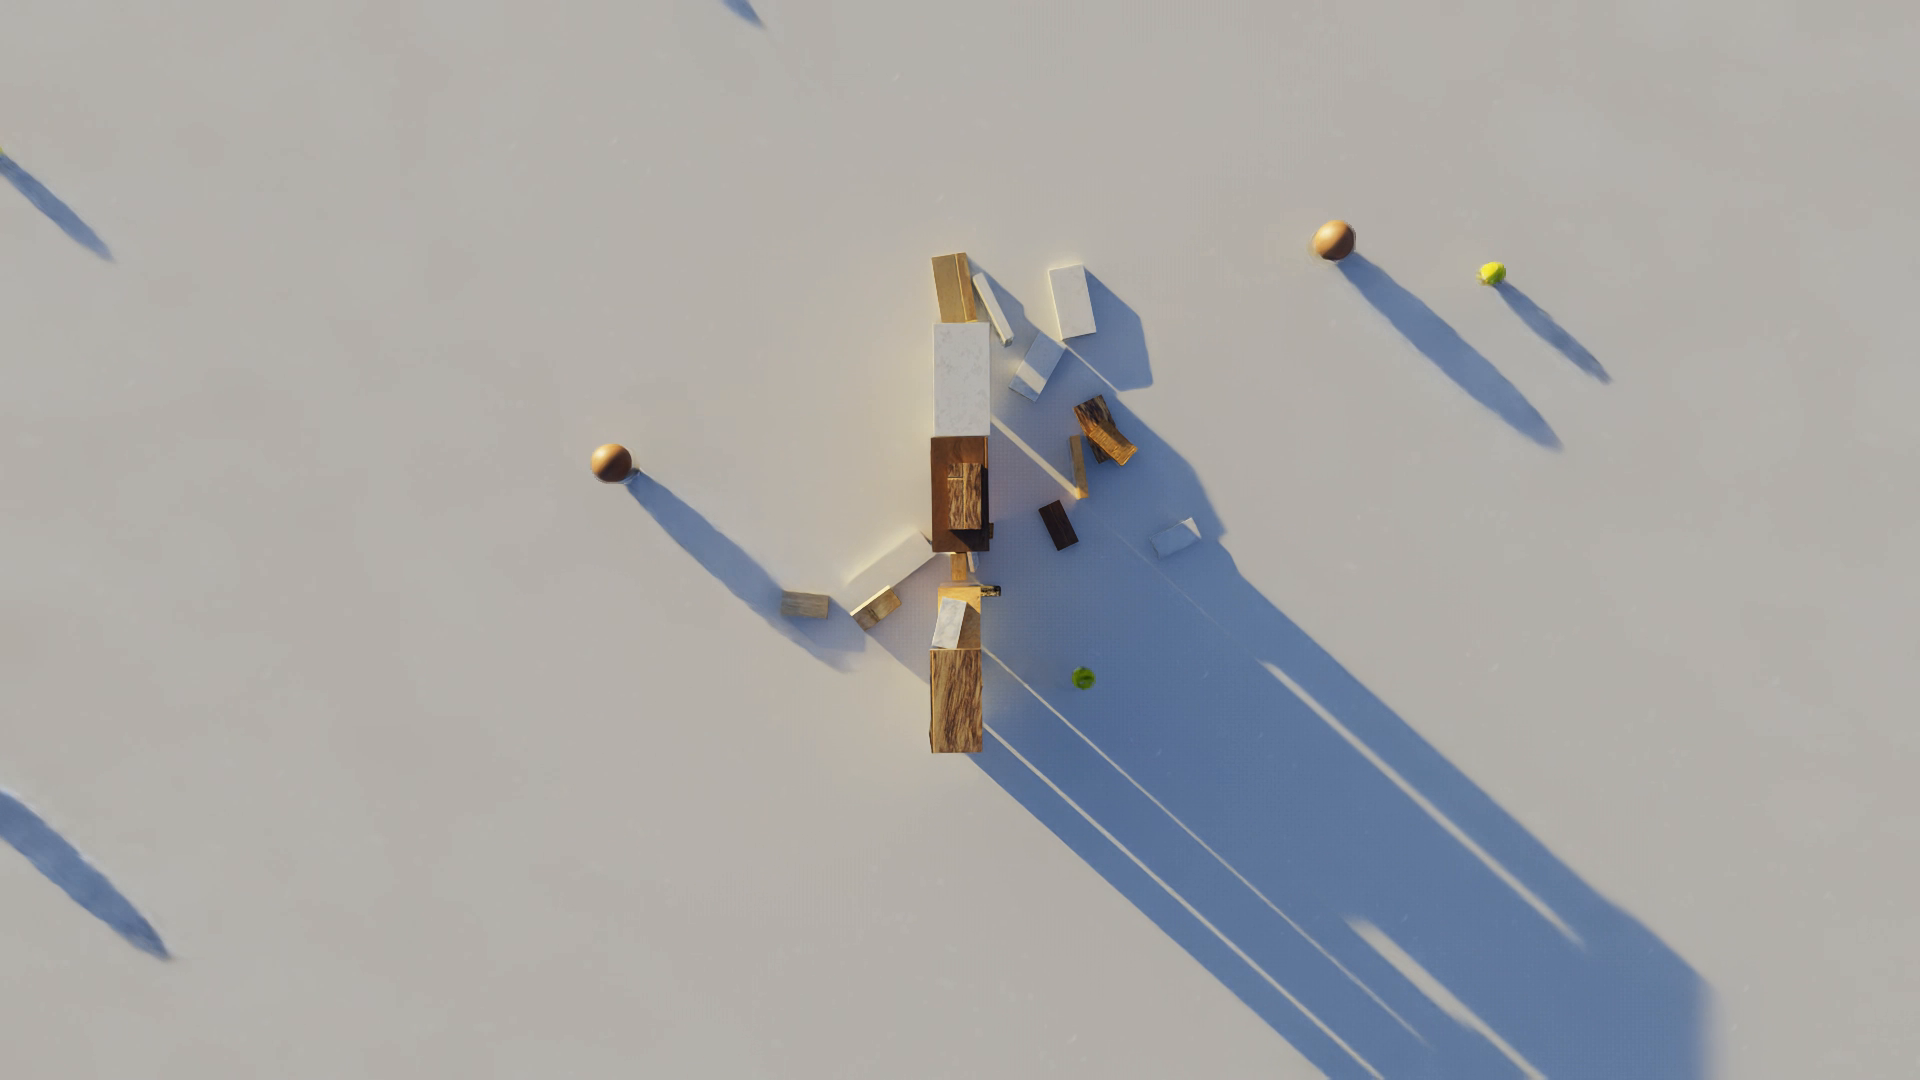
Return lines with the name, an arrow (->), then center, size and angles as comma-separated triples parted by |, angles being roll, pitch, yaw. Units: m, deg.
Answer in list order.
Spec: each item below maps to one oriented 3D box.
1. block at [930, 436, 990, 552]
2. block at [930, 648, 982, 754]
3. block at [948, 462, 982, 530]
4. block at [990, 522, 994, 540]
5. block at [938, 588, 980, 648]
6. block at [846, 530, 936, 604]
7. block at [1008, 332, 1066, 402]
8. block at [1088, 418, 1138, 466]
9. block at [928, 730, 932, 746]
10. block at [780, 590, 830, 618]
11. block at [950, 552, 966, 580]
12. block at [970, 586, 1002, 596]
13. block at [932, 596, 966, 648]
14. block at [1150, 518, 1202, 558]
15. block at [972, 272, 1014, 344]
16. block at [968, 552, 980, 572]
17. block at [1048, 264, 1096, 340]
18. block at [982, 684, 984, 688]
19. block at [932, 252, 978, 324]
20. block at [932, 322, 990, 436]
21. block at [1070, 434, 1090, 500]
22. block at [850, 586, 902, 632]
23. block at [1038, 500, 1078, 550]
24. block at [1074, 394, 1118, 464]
block -> 0.000, -0.140, 5.120 | 0.177, 0.050, 0.355 | -1, 90, 0
block -> -0.011, 0.474, 4.869 | 0.152, 0.043, 0.303 | -1, 90, 0
block -> 0.014, -0.135, 5.081 | 0.102, 0.029, 0.203 | 0, 90, 0
block -> 0.016, -0.032, 5.323 | 0.177, 0.355, 0.050 | 2, 90, 0
block -> -0.002, 0.284, 5.212 | 0.134, 0.038, 0.268 | 0, 90, 0
block -> -0.229, 0.096, 5.486 | 0.302, 0.029, 0.102 | -37, 90, 0
block -> 0.258, -0.576, 5.485 | 0.103, 0.029, 0.213 | 29, 90, 0
block -> 0.505, -0.324, 5.460 | 0.154, 0.022, 0.077 | 42, 90, 0
block -> -0.015, 0.580, 5.055 | 0.152, 0.329, 0.043 | -9, 90, 0
block -> -0.516, 0.215, 5.489 | 0.156, 0.022, 0.078 | 6, 90, 0
block -> -0.005, 0.086, 5.471 | 0.050, 0.014, 0.101 | -2, 117, 0
block -> 0.081, 0.167, 5.398 | 0.102, 0.203, 0.029 | 0, 90, 0
block -> -0.034, 0.262, 5.182 | 0.078, 0.022, 0.156 | 12, 90, 0
block -> 0.719, -0.006, 5.489 | 0.154, 0.022, 0.077 | -25, 90, 0
block -> 0.110, -0.763, 5.442 | 0.033, 0.117, 0.233 | -27, 90, 0
block -> 0.042, 0.051, 5.452 | 0.014, 0.050, 0.101 | 2, 123, 21
block -> 0.373, -0.792, 5.483 | 0.117, 0.033, 0.233 | -12, 90, 0
block -> -0.009, 0.421, 5.042 | 0.152, 0.303, 0.043 | 25, 91, 0
block -> -0.019, -0.831, 5.483 | 0.117, 0.033, 0.233 | -9, 90, 0
block -> 0.005, -0.497, 5.127 | 0.174, 0.049, 0.348 | -1, 90, 0
block -> 0.393, -0.240, 5.448 | 0.029, 0.103, 0.206 | -9, 90, 0
block -> -0.278, 0.228, 5.472 | 0.156, 0.022, 0.078 | -36, 118, 0
block -> 0.328, -0.049, 5.489 | 0.077, 0.022, 0.154 | -25, 90, 0
block -> 0.466, -0.368, 5.485 | 0.103, 0.029, 0.206 | -25, 90, 0
